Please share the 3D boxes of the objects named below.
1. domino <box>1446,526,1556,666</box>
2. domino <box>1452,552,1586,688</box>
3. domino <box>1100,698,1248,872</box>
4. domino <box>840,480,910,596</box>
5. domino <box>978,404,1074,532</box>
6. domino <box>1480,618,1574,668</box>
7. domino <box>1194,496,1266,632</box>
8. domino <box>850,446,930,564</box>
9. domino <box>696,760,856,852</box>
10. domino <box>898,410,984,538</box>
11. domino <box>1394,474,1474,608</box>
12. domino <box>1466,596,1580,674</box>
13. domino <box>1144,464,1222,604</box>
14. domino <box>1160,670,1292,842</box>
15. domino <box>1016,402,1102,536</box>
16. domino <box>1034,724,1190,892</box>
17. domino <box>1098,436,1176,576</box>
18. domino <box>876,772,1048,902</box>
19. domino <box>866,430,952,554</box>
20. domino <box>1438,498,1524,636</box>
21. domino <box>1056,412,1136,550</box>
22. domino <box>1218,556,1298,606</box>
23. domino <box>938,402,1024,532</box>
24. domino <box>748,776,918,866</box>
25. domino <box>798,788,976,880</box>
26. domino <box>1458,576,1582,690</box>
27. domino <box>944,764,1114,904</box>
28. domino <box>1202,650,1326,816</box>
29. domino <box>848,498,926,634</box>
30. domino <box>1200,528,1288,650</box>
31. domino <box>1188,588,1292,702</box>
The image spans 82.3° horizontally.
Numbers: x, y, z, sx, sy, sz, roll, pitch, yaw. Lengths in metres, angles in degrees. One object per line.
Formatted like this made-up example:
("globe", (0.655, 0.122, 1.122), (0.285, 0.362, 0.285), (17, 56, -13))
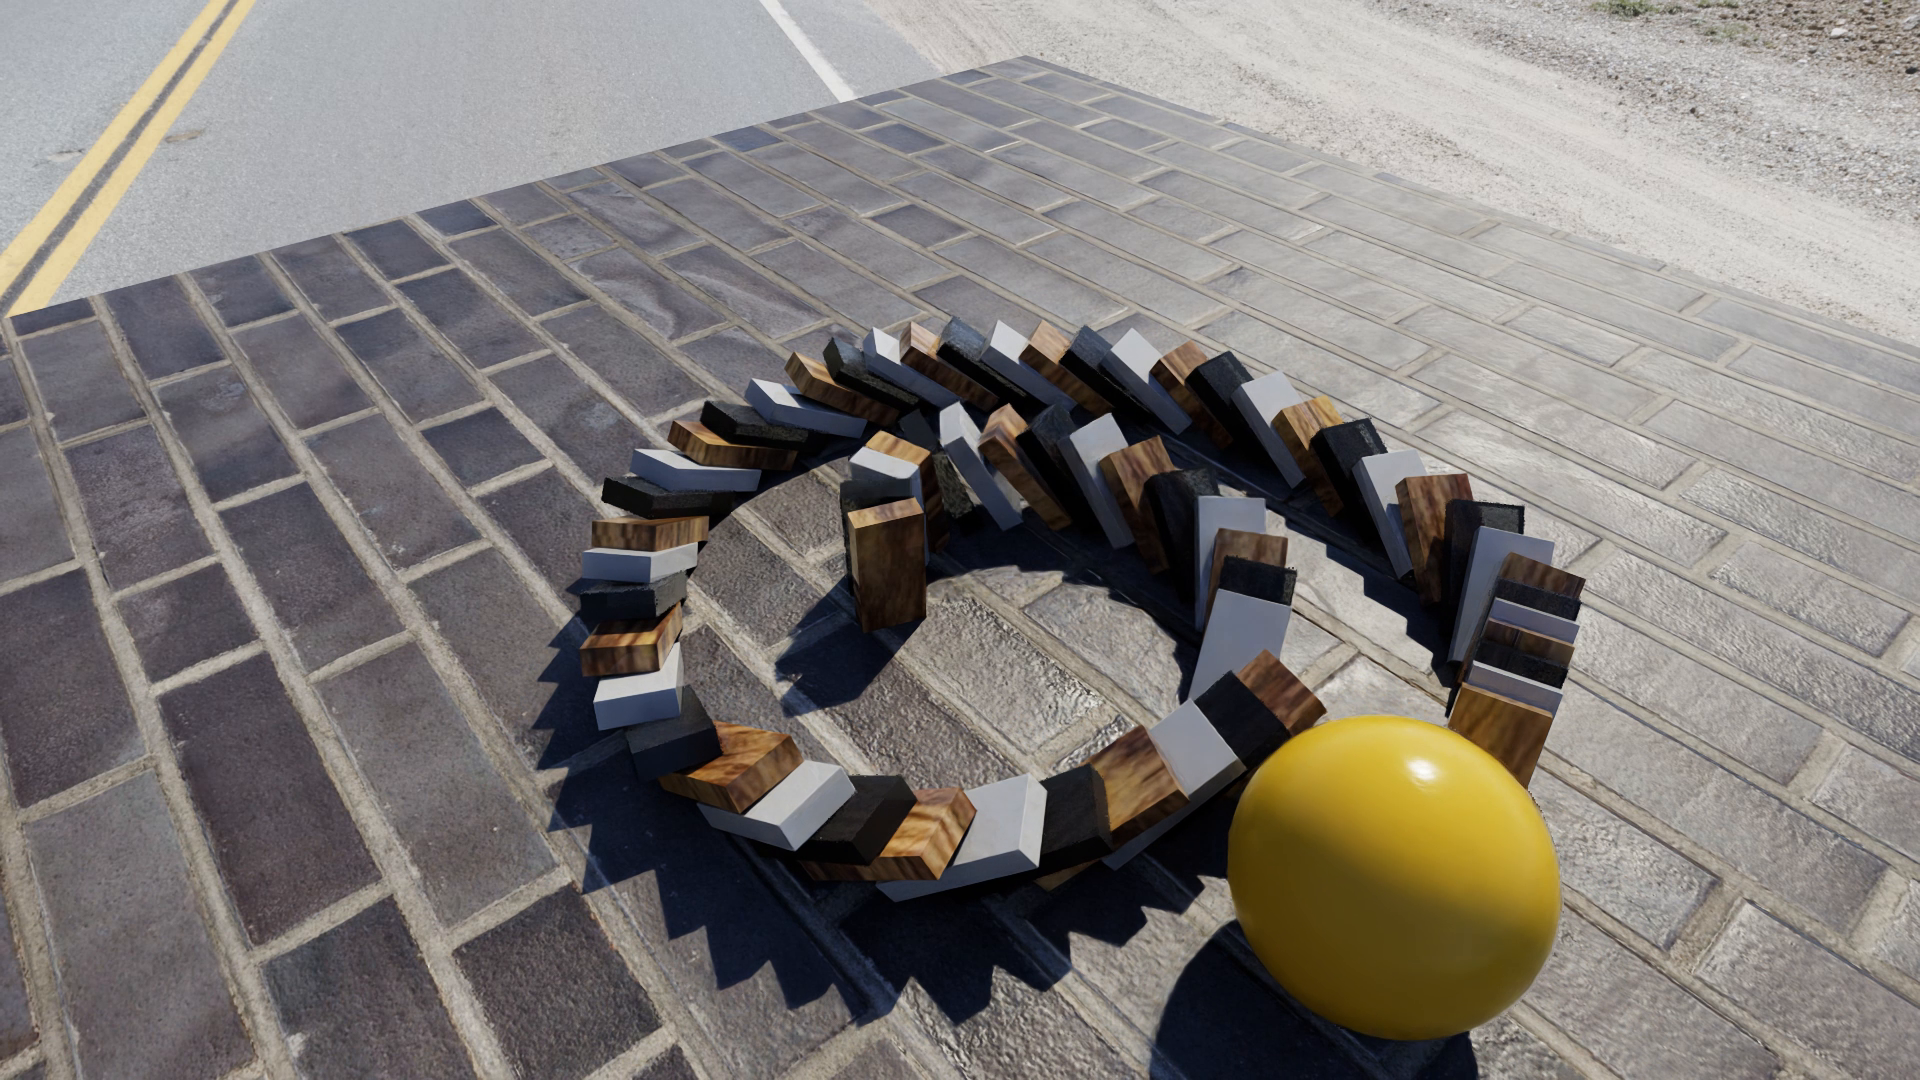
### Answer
("domino", (0.193, 0.022, 0.393), (0.025, 0.009, 0.050), (14, 80, 15))
("domino", (0.193, 0.032, 0.380), (0.025, 0.009, 0.050), (23, 82, 19))
("domino", (0.058, 0.074, 0.333), (0.050, 0.010, 0.025), (-39, 46, 5))
("domino", (-0.030, 0.000, 0.411), (0.025, 0.050, 0.009), (-2, 44, -2))
("domino", (0.030, -0.030, 0.453), (0.010, 0.050, 0.025), (-29, 25, 35))
("domino", (0.173, 0.053, 0.349), (0.025, 0.050, 0.010), (19, 10, 22))
("domino", (0.101, 0.009, 0.411), (0.025, 0.009, 0.050), (2, 74, 1))
("domino", (-0.027, -0.011, 0.424), (0.025, 0.050, 0.009), (20, 50, 23))
("domino", (-0.056, 0.077, 0.328), (0.050, 0.010, 0.025), (-6, 28, 50))
("domino", (-0.007, -0.027, 0.444), (0.009, 0.050, 0.025), (-30, 43, 0))
("domino", (0.187, 0.000, 0.423), (0.025, 0.010, 0.050), (-4, 72, -5))
("domino", (0.178, 0.046, 0.357), (0.025, 0.050, 0.009), (19, 10, 22))
("domino", (0.091, -0.003, 0.425), (0.025, 0.009, 0.050), (-11, 76, -13))
("domino", (0.074, 0.067, 0.341), (0.050, 0.010, 0.025), (-42, 48, 2))
("domino", (0.046, -0.029, 0.452), (0.010, 0.050, 0.025), (-26, 15, 46))
("domino", (0.040, 0.079, 0.326), (0.050, 0.010, 0.025), (-35, 42, 9))
("domino", (0.078, -0.014, 0.437), (0.025, 0.009, 0.050), (-21, 83, -24))
("domino", (0.000, 0.086, 0.316), (0.050, 0.009, 0.025), (-23, 33, 29))
("domino", (-0.020, -0.018, 0.433), (0.025, 0.050, 0.010), (26, 59, 29))
("domino", (0.193, 0.011, 0.406), (0.025, 0.010, 0.050), (7, 79, 8))
("domino", (0.062, -0.024, 0.447), (0.025, 0.009, 0.050), (-31, 93, -32))
("domino", (0.099, 0.033, 0.382), (0.025, 0.009, 0.050), (13, 76, 13))
("domino", (0.009, -0.030, 0.449), (0.010, 0.050, 0.025), (-26, 36, 17))
("domino", (-0.039, 0.082, 0.323), (0.050, 0.009, 0.025), (-12, 27, 43))
("domino", (-0.022, 0.085, 0.319), (0.050, 0.009, 0.025), (-15, 27, 39))
("domino", (0.184, 0.040, 0.365), (0.025, 0.050, 0.010), (18, 10, 21))
("domino", (0.019, 0.086, 0.320), (0.050, 0.010, 0.025), (-25, 35, 18))
("domino", (0.088, 0.061, 0.349), (0.050, 0.009, 0.025), (-42, 48, 2))
("domino", (-0.026, 0.010, 0.399), (0.025, 0.050, 0.009), (-13, 41, -16))
("domino", (0.102, 0.022, 0.395), (0.025, 0.009, 0.050), (9, 74, 10))
("domino", (0.092, 0.044, 0.369), (0.025, 0.009, 0.050), (15, 76, 17))
